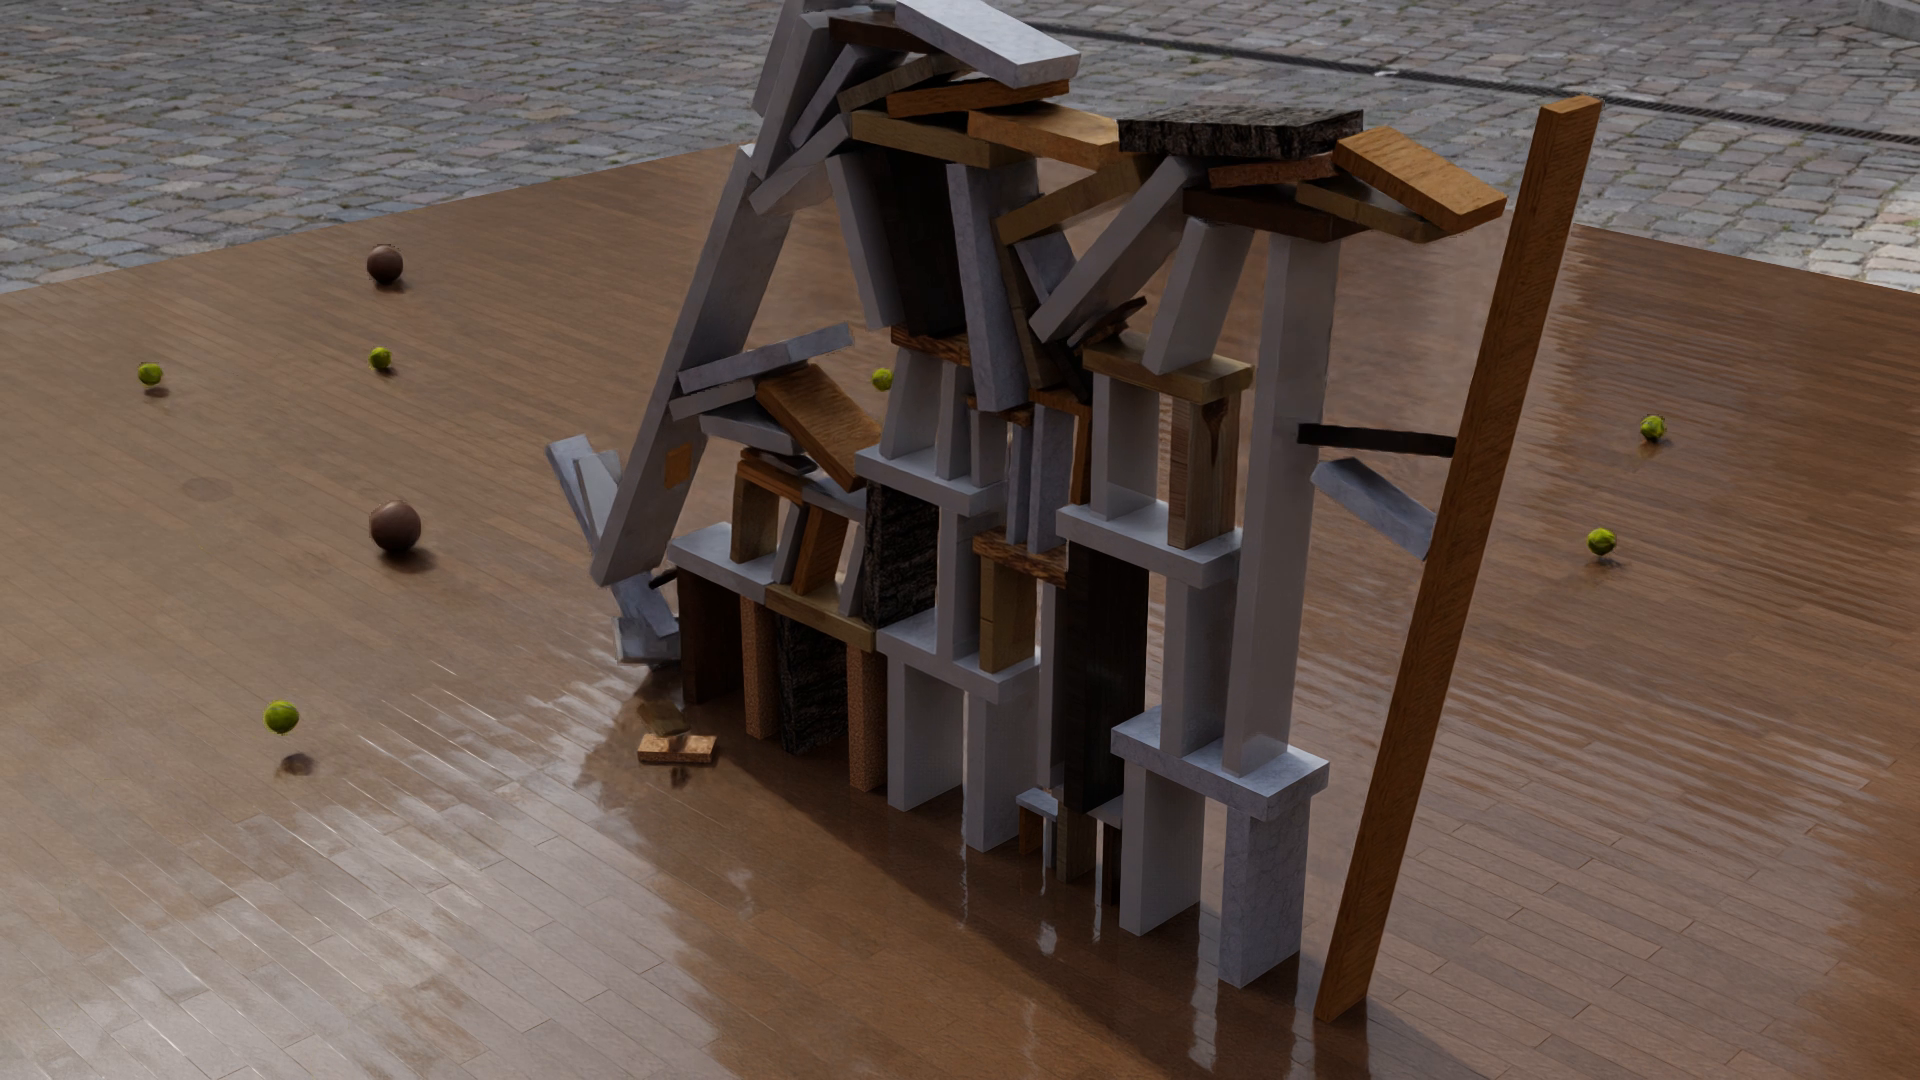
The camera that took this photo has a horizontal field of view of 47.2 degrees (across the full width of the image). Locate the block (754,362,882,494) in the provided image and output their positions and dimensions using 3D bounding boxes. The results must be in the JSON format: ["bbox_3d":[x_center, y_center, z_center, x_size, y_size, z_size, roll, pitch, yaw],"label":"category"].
[{"bbox_3d":[-0.256,-0.226,4.384,0.150,0.043,0.301,-23,59,-40],"label":"block"}]

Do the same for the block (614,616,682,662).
[{"bbox_3d":[-0.689,0.229,5.036,0.202,0.101,0.029,2,-24,-32],"label":"block"}]

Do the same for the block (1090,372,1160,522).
[{"bbox_3d":[0.289,-0.177,3.836,0.133,0.266,0.038,-21,31,-40],"label":"block"}]

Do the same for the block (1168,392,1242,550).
[{"bbox_3d":[0.413,-0.128,3.719,0.133,0.266,0.038,-21,30,-40],"label":"block"}]

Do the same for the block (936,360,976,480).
[{"bbox_3d":[0.015,-0.238,4.108,0.034,0.237,0.118,27,34,38],"label":"block"}]

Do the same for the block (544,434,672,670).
[{"bbox_3d":[-0.798,0.024,5.111,0.101,0.577,0.029,-21,-9,-42],"label":"block"}]

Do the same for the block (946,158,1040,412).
[{"bbox_3d":[0.083,-0.465,3.936,0.173,0.443,0.049,-21,20,-40],"label":"block"}]

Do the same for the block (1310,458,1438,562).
[{"bbox_3d":[0.675,-0.051,3.474,0.230,0.033,0.115,39,29,29],"label":"block"}]

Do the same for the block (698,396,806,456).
[{"bbox_3d":[-0.384,-0.236,4.520,0.150,0.043,0.301,-22,26,-39],"label":"block"}]

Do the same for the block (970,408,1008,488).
[{"bbox_3d":[0.054,-0.181,4.083,0.022,0.152,0.076,19,29,42],"label":"block"}]

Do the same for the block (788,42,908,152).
[{"bbox_3d":[-0.207,-0.831,4.097,0.132,0.264,0.037,-21,72,-41],"label":"block"}]

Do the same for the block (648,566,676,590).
[{"bbox_3d":[-0.648,0.076,4.950,0.117,0.017,0.059,-24,13,46],"label":"block"}]

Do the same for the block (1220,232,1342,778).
[{"bbox_3d":[0.527,-0.054,3.628,0.039,0.963,0.139,23,32,38],"label":"block"}]

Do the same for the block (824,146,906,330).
[{"bbox_3d":[-0.136,-0.572,4.122,0.163,0.327,0.046,-21,10,-38],"label":"block"}]

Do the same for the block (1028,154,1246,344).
[{"bbox_3d":[0.298,-0.496,3.676,0.174,0.457,0.049,-21,72,-41],"label":"block"}]

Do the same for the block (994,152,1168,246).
[{"bbox_3d":[0.237,-0.584,3.708,0.174,0.049,0.347,-21,3,-40],"label":"block"}]

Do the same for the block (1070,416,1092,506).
[{"bbox_3d":[0.239,-0.149,3.897,0.083,0.166,0.023,-21,37,-40],"label":"block"}]

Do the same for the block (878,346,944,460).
[{"bbox_3d":[-0.082,-0.273,4.192,0.118,0.237,0.034,-21,46,-41],"label":"block"}]

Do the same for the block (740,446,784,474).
[{"bbox_3d":[-0.398,-0.171,4.585,0.116,0.016,0.058,24,33,38],"label":"block"}]

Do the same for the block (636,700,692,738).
[{"bbox_3d":[-0.631,0.380,4.688,0.078,0.022,0.156,52,11,10],"label":"block"}]

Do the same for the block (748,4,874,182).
[{"bbox_3d":[-0.275,-0.843,4.159,0.172,0.344,0.049,-20,57,-41],"label":"block"}]

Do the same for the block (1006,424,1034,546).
[{"bbox_3d":[0.124,-0.111,4.036,0.076,0.240,0.022,-21,35,-40],"label":"block"}]

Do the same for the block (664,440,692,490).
[{"bbox_3d":[-0.619,-0.164,4.827,0.058,0.117,0.017,-30,64,-28],"label":"block"}]

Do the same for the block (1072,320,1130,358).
[{"bbox_3d":[0.244,-0.347,3.810,0.050,0.014,0.099,-21,-9,-41],"label":"block"}]

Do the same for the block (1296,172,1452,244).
[{"bbox_3d":[0.637,-0.507,3.321,0.118,0.034,0.237,-21,36,-39],"label":"block"}]

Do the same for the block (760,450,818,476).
[{"bbox_3d":[-0.352,-0.163,4.536,0.116,0.016,0.058,25,34,39],"label":"block"}]

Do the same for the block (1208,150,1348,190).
[{"bbox_3d":[0.514,-0.581,3.417,0.118,0.034,0.237,-21,16,-38],"label":"block"}]

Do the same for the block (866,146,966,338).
[{"bbox_3d":[-0.053,-0.562,4.039,0.173,0.346,0.049,-22,13,-42],"label":"block"}]

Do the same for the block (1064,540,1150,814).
[{"bbox_3d":[0.268,0.231,4.024,0.167,0.537,0.047,-21,31,-40],"label":"block"}]

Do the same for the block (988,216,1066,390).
[{"bbox_3d":[0.133,-0.429,3.898,0.098,0.310,0.028,-21,10,-40],"label":"block"}]

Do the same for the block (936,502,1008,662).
[{"bbox_3d":[0.030,0.065,4.216,0.157,0.313,0.044,-21,34,-41],"label":"block"}]

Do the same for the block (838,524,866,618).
[{"bbox_3d":[-0.177,0.048,4.422,0.031,0.216,0.108,38,40,29],"label":"block"}]

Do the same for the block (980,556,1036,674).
[{"bbox_3d":[0.092,0.126,4.173,0.118,0.236,0.033,-21,31,-40],"label":"block"}]

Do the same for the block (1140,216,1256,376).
[{"bbox_3d":[0.392,-0.409,3.591,0.139,0.278,0.039,-21,49,-40],"label":"block"}]

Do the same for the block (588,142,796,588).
[{"bbox_3d":[-0.563,-0.349,4.682,0.172,1.222,0.049,-22,60,-42],"label":"block"}]

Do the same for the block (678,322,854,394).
[{"bbox_3d":[-0.401,-0.370,4.483,0.163,0.046,0.381,-22,8,-40],"label":"block"}]

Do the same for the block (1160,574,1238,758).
[{"bbox_3d":[0.426,0.198,3.840,0.047,0.334,0.167,21,31,40],"label":"block"}]

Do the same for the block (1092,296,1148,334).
[{"bbox_3d":[0.272,-0.383,3.759,0.050,0.014,0.099,-21,-8,-37],"label":"block"}]

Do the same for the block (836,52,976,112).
[{"bbox_3d":[-0.090,-0.830,3.972,0.132,0.037,0.264,-21,7,-41],"label":"block"}]

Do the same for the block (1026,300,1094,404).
[{"bbox_3d":[0.204,-0.339,3.865,0.098,0.195,0.028,-22,-13,-40],"label":"block"}]

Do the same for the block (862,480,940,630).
[{"bbox_3d":[-0.115,0.008,4.350,0.157,0.313,0.044,-21,34,-40],"label":"block"}]

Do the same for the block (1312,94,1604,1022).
[{"bbox_3d":[0.756,0.103,3.445,0.033,1.634,0.115,30,36,35],"label":"block"}]

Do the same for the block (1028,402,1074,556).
[{"bbox_3d":[0.166,-0.120,3.990,0.083,0.293,0.023,-21,34,-40],"label":"block"}]

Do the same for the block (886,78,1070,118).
[{"bbox_3d":[0.028,-0.781,3.847,0.152,0.043,0.304,-21,18,-40],"label":"block"}]

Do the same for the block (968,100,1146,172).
[{"bbox_3d":[0.174,-0.689,3.720,0.152,0.043,0.304,-21,33,-40],"label":"block"}]

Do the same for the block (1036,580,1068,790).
[{"bbox_3d":[0.201,0.256,4.109,0.118,0.424,0.033,-21,32,-40],"label":"block"}]
